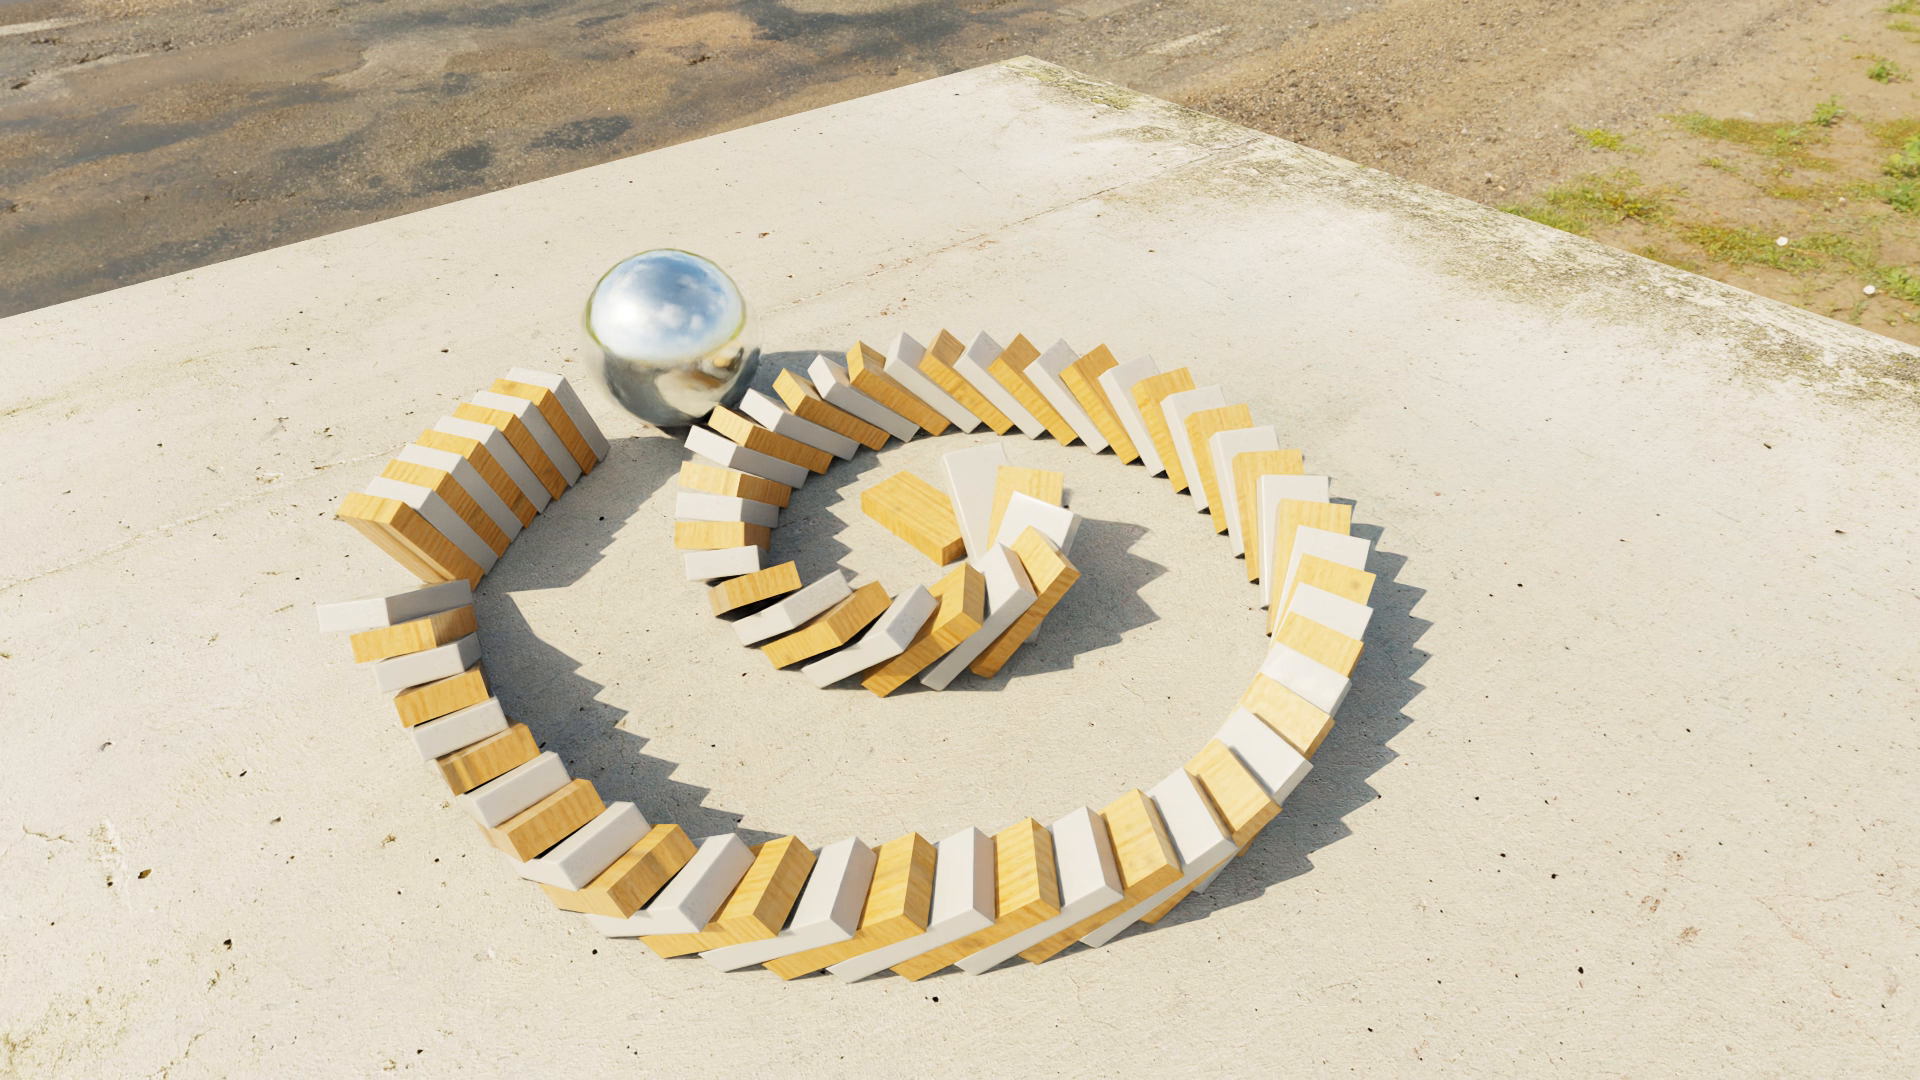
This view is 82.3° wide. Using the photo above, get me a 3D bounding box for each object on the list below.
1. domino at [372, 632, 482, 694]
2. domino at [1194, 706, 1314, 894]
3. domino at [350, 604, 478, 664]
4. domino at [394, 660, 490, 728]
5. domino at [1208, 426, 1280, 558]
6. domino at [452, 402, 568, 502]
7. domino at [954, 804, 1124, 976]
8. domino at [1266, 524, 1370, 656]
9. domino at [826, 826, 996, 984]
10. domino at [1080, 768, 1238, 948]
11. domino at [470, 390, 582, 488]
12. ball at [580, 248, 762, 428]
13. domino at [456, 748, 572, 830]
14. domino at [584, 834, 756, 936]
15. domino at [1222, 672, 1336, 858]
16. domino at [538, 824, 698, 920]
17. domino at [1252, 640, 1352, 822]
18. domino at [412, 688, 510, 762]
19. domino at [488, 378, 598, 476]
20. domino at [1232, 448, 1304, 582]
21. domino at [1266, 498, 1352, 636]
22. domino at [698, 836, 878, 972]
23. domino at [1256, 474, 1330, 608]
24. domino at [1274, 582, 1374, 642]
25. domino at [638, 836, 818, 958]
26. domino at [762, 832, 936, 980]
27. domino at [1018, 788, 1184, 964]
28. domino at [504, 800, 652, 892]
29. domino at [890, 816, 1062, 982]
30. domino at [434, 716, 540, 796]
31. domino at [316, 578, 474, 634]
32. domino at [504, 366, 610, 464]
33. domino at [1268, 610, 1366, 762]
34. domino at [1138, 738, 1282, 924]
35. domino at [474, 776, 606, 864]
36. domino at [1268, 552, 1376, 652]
[{"bbox_3d":[-0.178,0.041,0.371,0.025,0.010,0.050,-15,4,-17],"label":"domino"},{"bbox_3d":[0.078,0.077,0.327,0.050,0.010,0.025,-50,50,3],"label":"domino"},{"bbox_3d":[-0.188,0.032,0.381,0.025,0.010,0.050,-12,4,-9],"label":"domino"},{"bbox_3d":[-0.169,0.050,0.360,0.025,0.009,0.050,-19,6,-22],"label":"domino"},{"bbox_3d":[0.119,-0.020,0.445,0.025,0.010,0.050,-8,78,-9],"label":"domino"},{"bbox_3d":[-0.186,-0.036,0.455,0.025,0.050,0.009,12,62,14],"label":"domino"},{"bbox_3d":[0.019,0.097,0.303,0.050,0.010,0.025,-34,36,19],"label":"domino"},{"bbox_3d":[0.128,0.022,0.393,0.025,0.009,0.050,14,80,15],"label":"domino"},{"bbox_3d":[-0.013,0.099,0.299,0.050,0.009,0.025,-30,32,24],"label":"domino"},{"bbox_3d":[0.051,0.090,0.311,0.050,0.009,0.025,-40,41,13],"label":"domino"},{"bbox_3d":[-0.182,-0.042,0.462,0.025,0.050,0.009,12,62,14],"label":"domino"},{"bbox_3d":[-0.130,-0.091,0.499,0.080,0.080,0.080,0,39,0],"label":"ball"},{"bbox_3d":[-0.136,0.073,0.331,0.025,0.009,0.050,-29,10,-31],"label":"domino"},{"bbox_3d":[-0.081,0.096,0.304,0.050,0.010,0.025,-20,22,42],"label":"domino"},{"bbox_3d":[0.089,0.069,0.337,0.025,0.009,0.050,34,88,35],"label":"domino"},{"bbox_3d":[-0.097,0.092,0.308,0.050,0.010,0.025,-17,20,48],"label":"domino"},{"bbox_3d":[0.099,0.060,0.347,0.025,0.010,0.050,29,86,31],"label":"domino"},{"bbox_3d":[-0.159,0.058,0.350,0.025,0.010,0.050,-22,7,-24],"label":"domino"},{"bbox_3d":[-0.178,-0.048,0.470,0.025,0.050,0.010,12,62,14],"label":"domino"},{"bbox_3d":[0.124,-0.010,0.433,0.025,0.009,0.050,-4,78,-5],"label":"domino"},{"bbox_3d":[0.129,0.011,0.406,0.025,0.010,0.050,7,79,8],"label":"domino"},{"bbox_3d":[-0.047,0.099,0.299,0.050,0.010,0.025,-26,28,31],"label":"domino"},{"bbox_3d":[0.127,0.001,0.419,0.025,0.009,0.050,1,78,1],"label":"domino"},{"bbox_3d":[0.117,0.042,0.369,0.025,0.010,0.050,22,83,24],"label":"domino"},{"bbox_3d":[-0.064,0.098,0.301,0.050,0.010,0.025,-24,25,36],"label":"domino"},{"bbox_3d":[-0.030,0.100,0.299,0.050,0.009,0.025,-28,31,26],"label":"domino"},{"bbox_3d":[0.035,0.094,0.306,0.050,0.010,0.025,-37,39,16],"label":"domino"},{"bbox_3d":[-0.110,0.086,0.315,0.025,0.009,0.050,-38,14,-36],"label":"domino"},{"bbox_3d":[0.003,0.098,0.301,0.050,0.009,0.025,-32,34,21],"label":"domino"},{"bbox_3d":[-0.148,0.066,0.341,0.025,0.009,0.050,-26,8,-28],"label":"domino"},{"bbox_3d":[-0.200,0.023,0.392,0.025,0.010,0.050,-7,4,7],"label":"domino"},{"bbox_3d":[-0.174,-0.054,0.477,0.025,0.050,0.010,12,62,14],"label":"domino"},{"bbox_3d":[0.109,0.051,0.358,0.025,0.010,0.050,26,84,28],"label":"domino"},{"bbox_3d":[0.065,0.084,0.318,0.050,0.009,0.025,-45,46,8],"label":"domino"},{"bbox_3d":[-0.124,0.080,0.323,0.025,0.009,0.050,-32,11,-33],"label":"domino"},{"bbox_3d":[0.123,0.032,0.381,0.025,0.010,0.050,19,82,20],"label":"domino"}]
